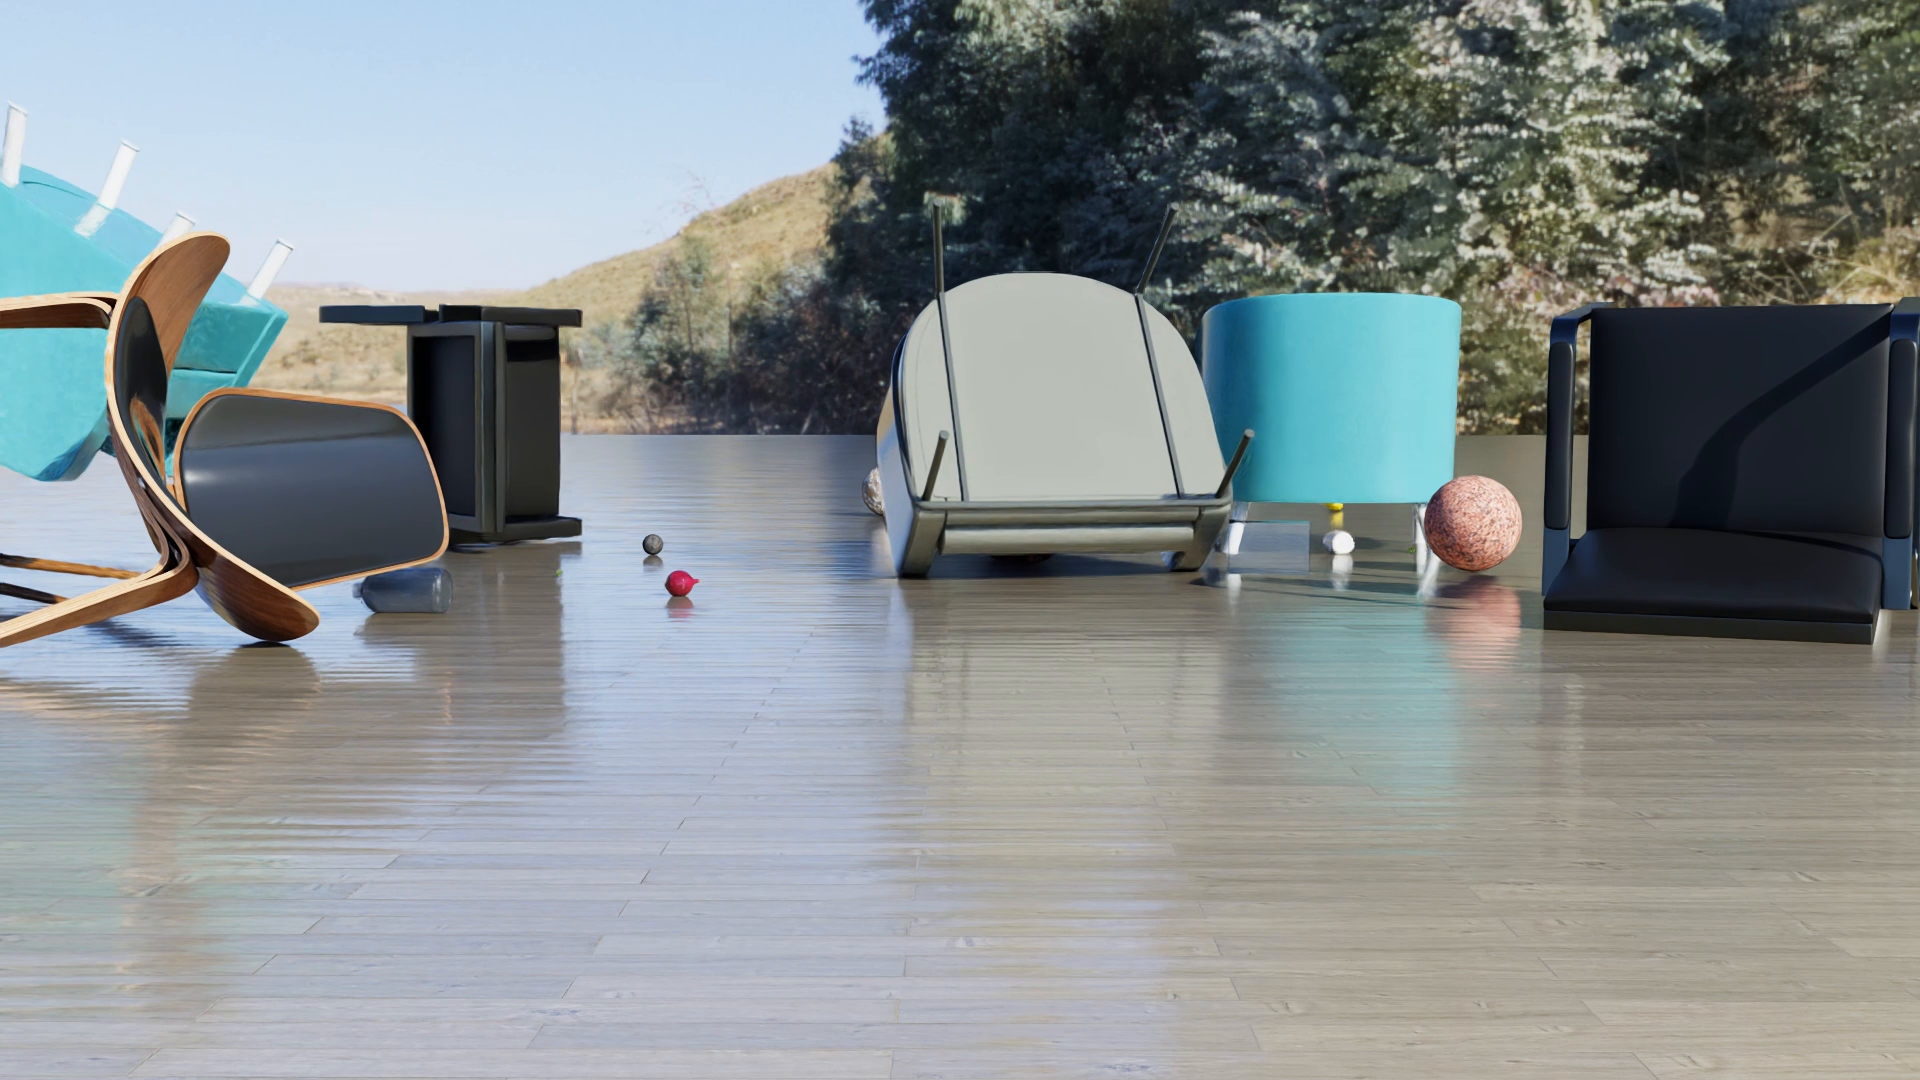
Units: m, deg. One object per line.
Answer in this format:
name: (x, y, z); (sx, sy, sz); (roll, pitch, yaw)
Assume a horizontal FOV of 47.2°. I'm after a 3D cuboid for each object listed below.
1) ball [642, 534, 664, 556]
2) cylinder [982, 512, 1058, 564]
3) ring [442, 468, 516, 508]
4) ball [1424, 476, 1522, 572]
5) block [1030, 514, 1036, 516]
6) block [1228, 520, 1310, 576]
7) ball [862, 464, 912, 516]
ball: (-0.831, 0.012, 5.951); (0.057, 0.057, 0.057); (0, 4, 0)
cylinder: (0.157, -0.006, 5.735); (0.131, 0.120, 0.164); (-36, 22, -27)
ring: (-1.815, -0.193, 8.297); (0.284, 0.144, 0.259); (-3, -3, 38)
ball: (1.261, -0.041, 5.410); (0.237, 0.237, 0.237); (0, 4, 0)
block: (0.150, -0.011, 5.887); (0.069, 0.111, 0.094); (3, 5, 37)
block: (0.754, 0.018, 5.365); (0.194, 0.125, 0.085); (1, 4, 8)
ball: (-0.258, -0.175, 7.780); (0.182, 0.182, 0.182); (0, 4, 0)
